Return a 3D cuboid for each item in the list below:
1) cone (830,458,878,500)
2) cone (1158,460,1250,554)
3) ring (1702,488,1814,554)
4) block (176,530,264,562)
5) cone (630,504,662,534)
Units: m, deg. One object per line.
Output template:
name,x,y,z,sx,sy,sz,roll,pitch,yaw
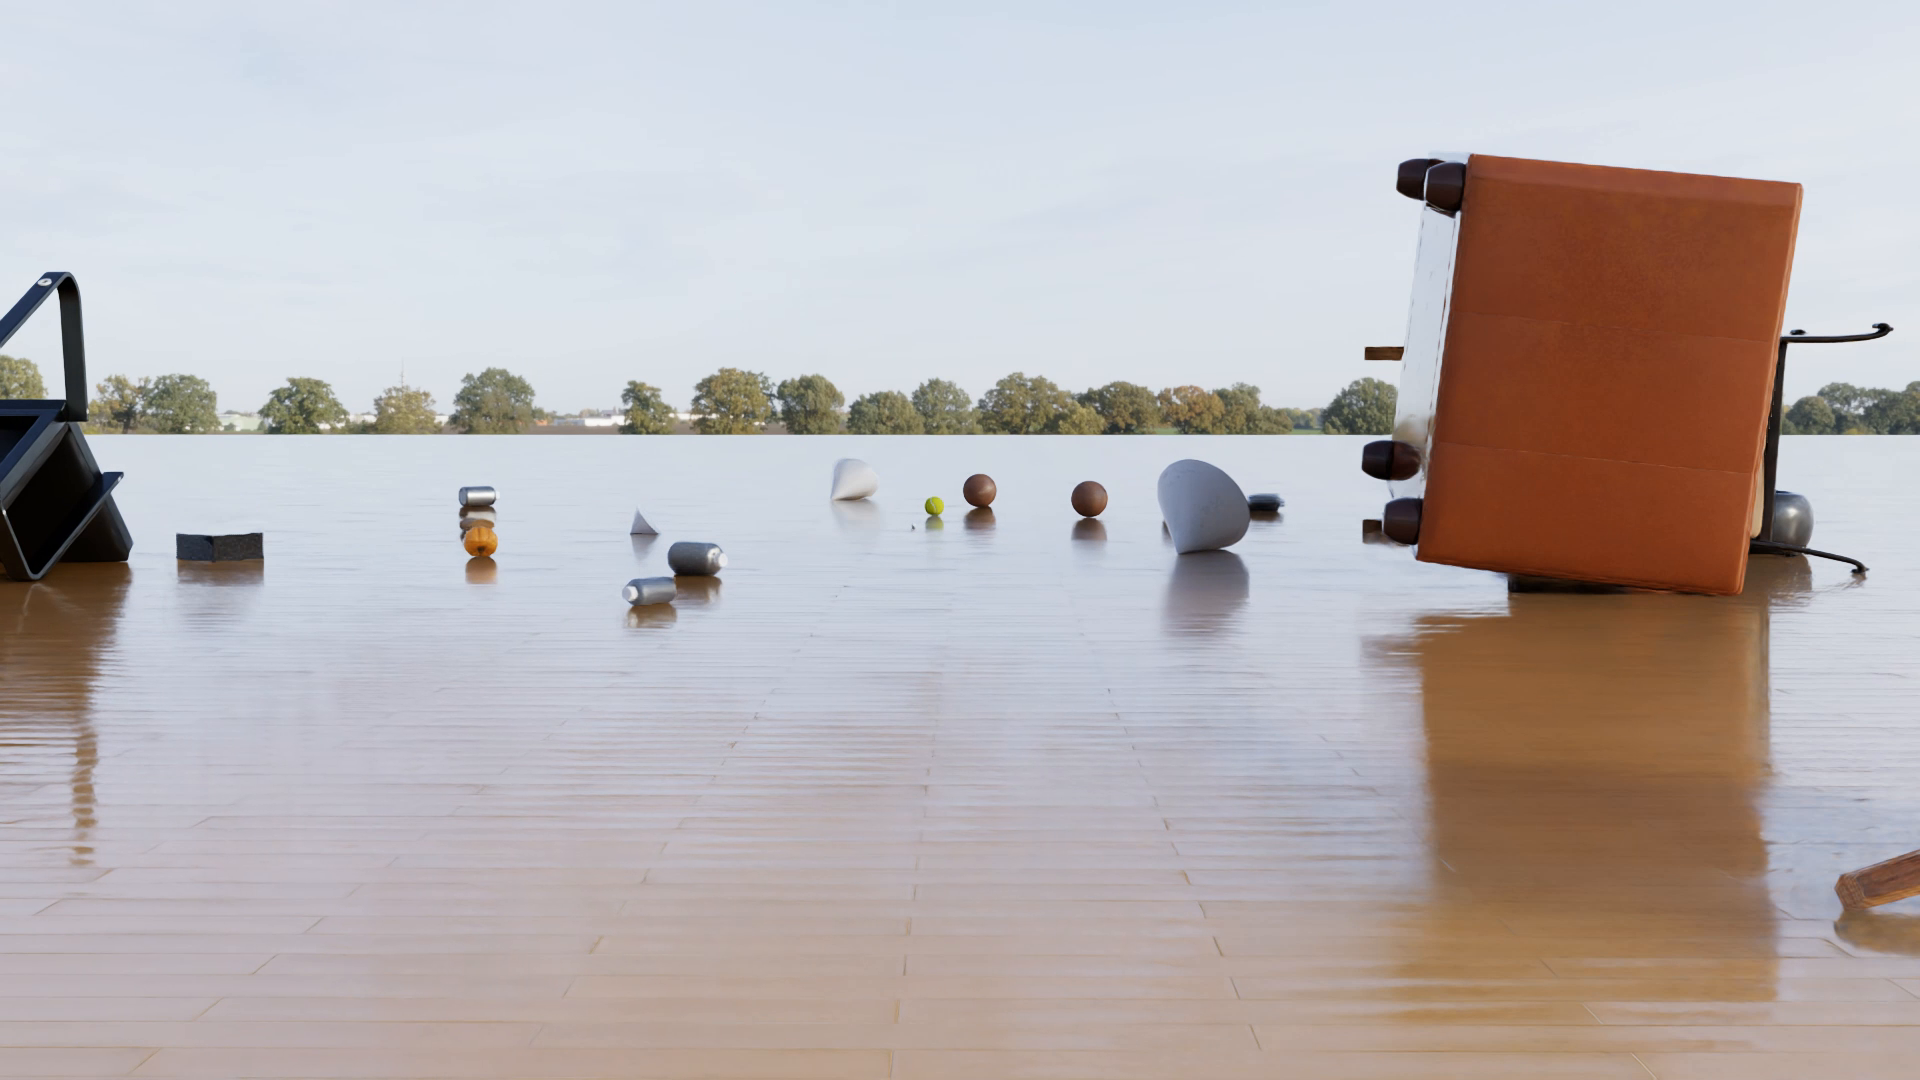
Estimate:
cone,-0.477,-0.208,8.961,0.211,0.180,0.223,12,31,22
cone,0.633,-0.029,6.037,0.264,0.309,0.230,-6,34,32
ring,2.203,-0.051,6.072,0.311,0.169,0.265,0,6,-19
block,-1.962,0.015,5.830,0.169,0.068,0.150,3,5,38
cone,-0.992,-0.041,6.804,0.076,0.119,0.140,-38,13,3
